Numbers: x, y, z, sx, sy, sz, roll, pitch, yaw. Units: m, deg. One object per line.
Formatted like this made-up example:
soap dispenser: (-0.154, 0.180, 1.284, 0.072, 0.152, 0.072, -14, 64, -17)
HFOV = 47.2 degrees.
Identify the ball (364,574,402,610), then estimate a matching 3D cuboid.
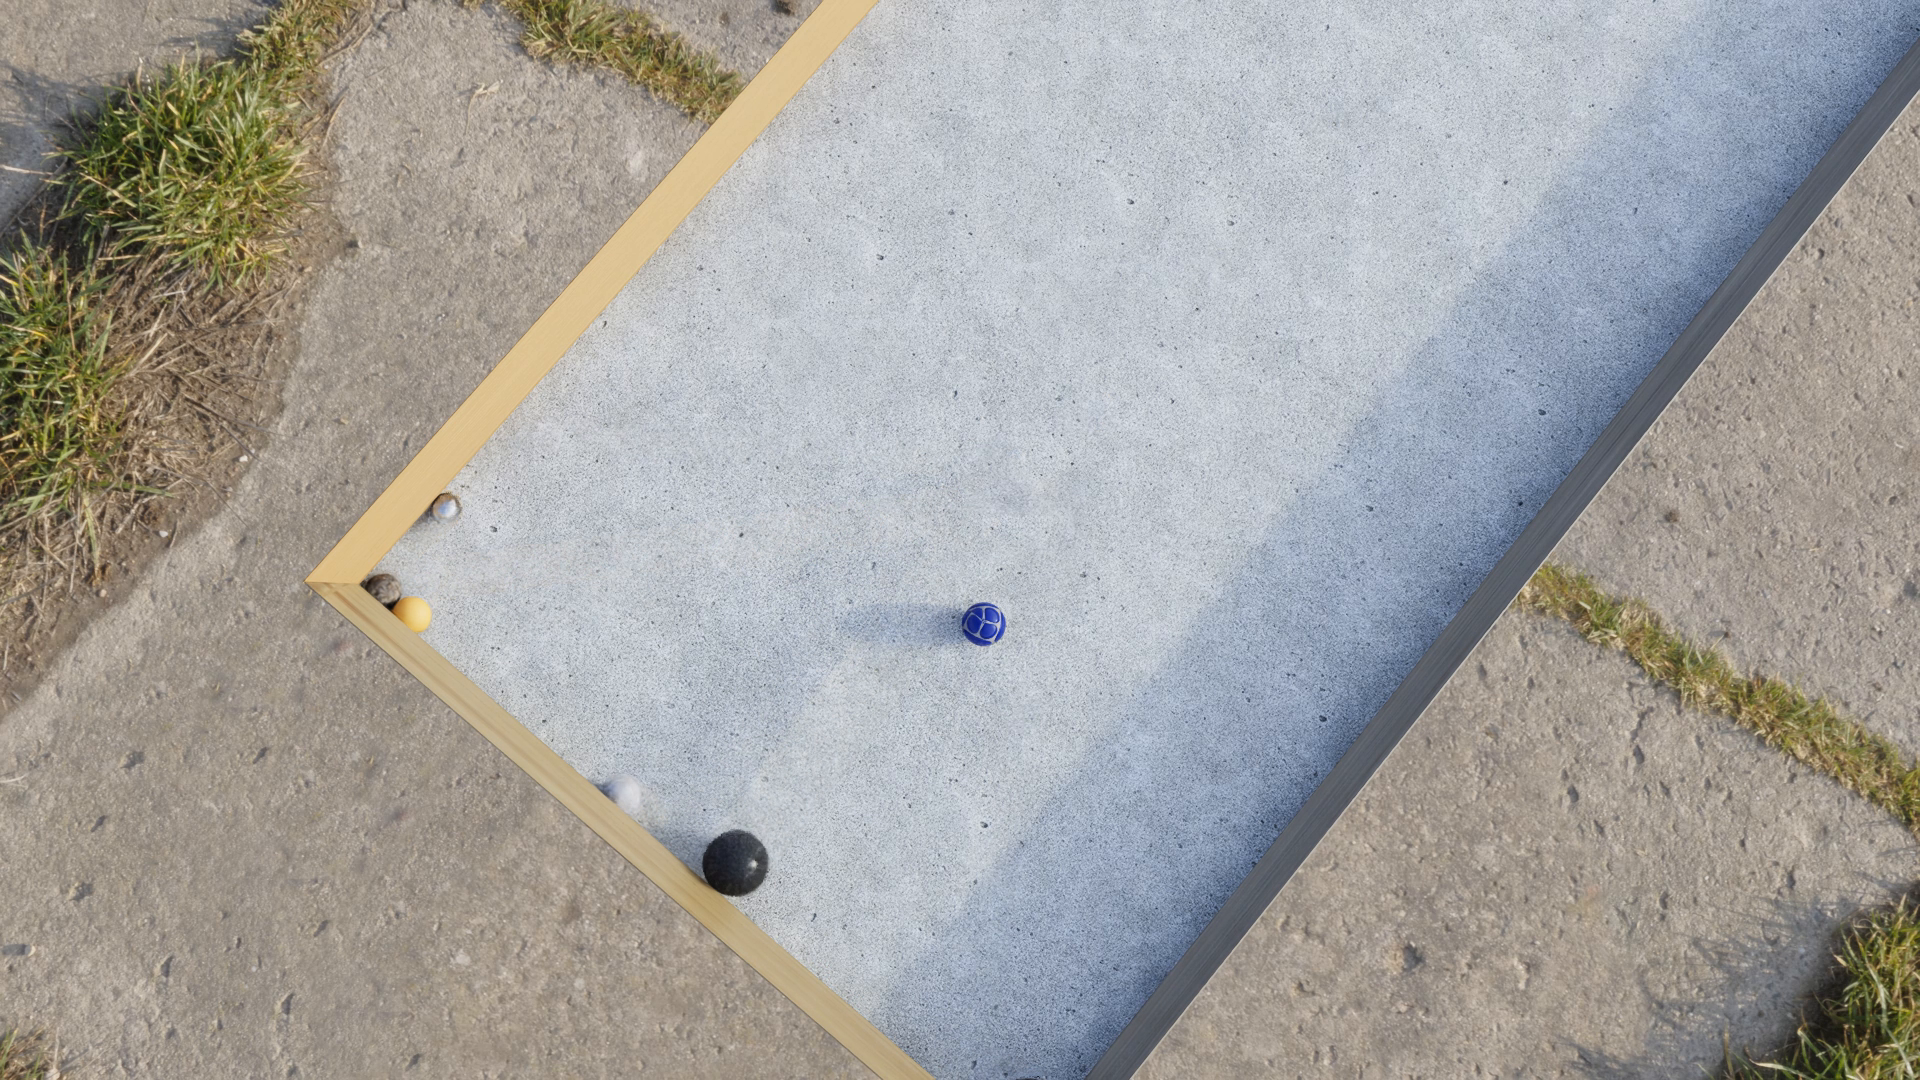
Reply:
ball: (-0.859, 0.077, 3.277, 0.054, 0.054, 0.054, 0, 80, 0)

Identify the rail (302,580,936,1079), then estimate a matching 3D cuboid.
rail: (-0.413, 0.483, 3.169, 1.364, 0.125, 0.045, 39, 82, 6)

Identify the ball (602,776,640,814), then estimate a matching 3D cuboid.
ball: (-0.497, 0.374, 3.224, 0.057, 0.057, 0.057, 0, 80, 0)

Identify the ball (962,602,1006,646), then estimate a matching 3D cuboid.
ball: (0.035, 0.125, 3.263, 0.067, 0.067, 0.067, 0, 80, 0)

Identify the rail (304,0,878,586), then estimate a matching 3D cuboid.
rail: (-0.078, -0.926, 3.416, 0.045, 0.125, 2.674, 39, 82, 6)

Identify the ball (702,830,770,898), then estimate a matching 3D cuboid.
ball: (-0.325, 0.469, 3.187, 0.096, 0.096, 0.096, 0, 80, 0)

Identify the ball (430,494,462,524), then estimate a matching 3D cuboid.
ball: (-0.772, -0.048, 3.304, 0.045, 0.045, 0.045, 0, 80, 0)

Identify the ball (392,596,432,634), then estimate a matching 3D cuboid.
ball: (-0.816, 0.112, 3.270, 0.057, 0.057, 0.057, 0, 80, 0)

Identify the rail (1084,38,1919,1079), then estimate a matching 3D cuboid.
rail: (0.934, -0.096, 3.271, 0.045, 0.125, 2.674, 39, 82, 6)
